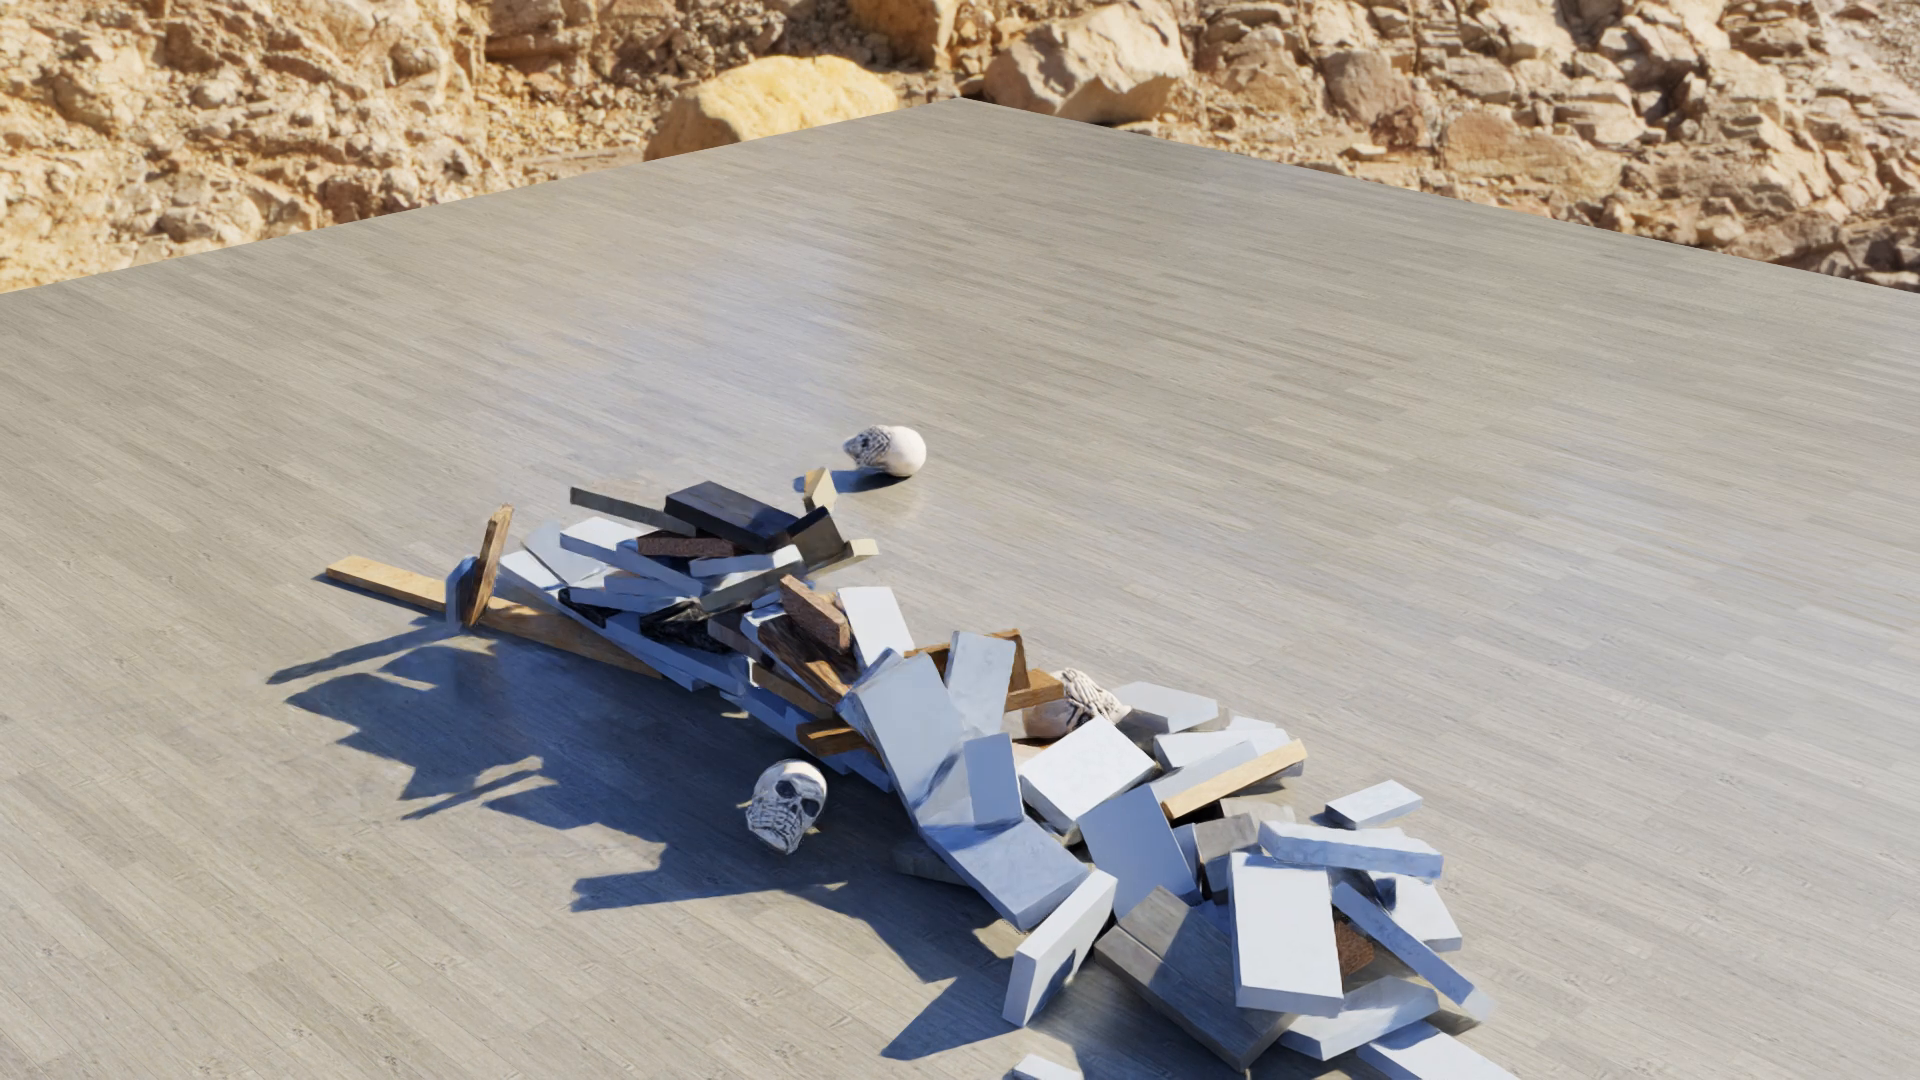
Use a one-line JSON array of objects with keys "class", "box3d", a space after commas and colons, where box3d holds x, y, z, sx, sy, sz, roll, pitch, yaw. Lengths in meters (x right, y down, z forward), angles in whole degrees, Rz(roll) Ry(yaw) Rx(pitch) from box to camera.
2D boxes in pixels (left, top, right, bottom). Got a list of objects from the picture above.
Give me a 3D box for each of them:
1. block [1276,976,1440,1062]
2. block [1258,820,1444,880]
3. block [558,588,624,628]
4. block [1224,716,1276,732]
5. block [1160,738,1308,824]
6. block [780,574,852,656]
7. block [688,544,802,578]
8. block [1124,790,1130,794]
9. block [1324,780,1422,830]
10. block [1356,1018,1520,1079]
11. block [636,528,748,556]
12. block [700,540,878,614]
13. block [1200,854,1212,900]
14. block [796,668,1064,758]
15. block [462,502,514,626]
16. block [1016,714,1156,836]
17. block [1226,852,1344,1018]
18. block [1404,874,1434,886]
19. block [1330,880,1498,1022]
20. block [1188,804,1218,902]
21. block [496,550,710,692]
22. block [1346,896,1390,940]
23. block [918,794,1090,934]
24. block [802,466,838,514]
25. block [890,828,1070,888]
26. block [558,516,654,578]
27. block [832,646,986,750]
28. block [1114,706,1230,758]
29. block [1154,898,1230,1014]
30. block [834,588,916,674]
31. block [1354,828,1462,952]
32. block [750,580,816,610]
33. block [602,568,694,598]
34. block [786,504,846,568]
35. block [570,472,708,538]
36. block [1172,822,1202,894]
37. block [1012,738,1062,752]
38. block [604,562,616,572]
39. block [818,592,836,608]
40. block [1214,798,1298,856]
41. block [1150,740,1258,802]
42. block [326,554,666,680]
[{"class": "block", "box3d": [0.675, 0.811, 3.740, 0.253, 0.036, 0.126, -15, 9, -27]}, {"class": "block", "box3d": [0.703, 0.558, 3.969, 0.301, 0.043, 0.150, 8, 3, -6]}, {"class": "block", "box3d": [-0.858, 0.152, 5.217, 0.101, 0.029, 0.202, -17, 29, -37]}, {"class": "block", "box3d": [0.603, 0.434, 4.705, 0.090, 0.026, 0.181, 11, 25, 24]}, {"class": "block", "box3d": [0.515, 0.492, 4.358, 0.361, 0.040, 0.140, -19, -14, -32]}, {"class": "block", "box3d": [-0.297, 0.154, 4.519, 0.026, 0.092, 0.184, -34, 52, -29]}, {"class": "block", "box3d": [-0.459, 0.039, 4.806, 0.250, 0.035, 0.125, -6, 11, 38]}, {"class": "block", "box3d": [0.278, 0.522, 4.492, 0.107, 0.030, 0.213, 8, 24, 17]}, {"class": "block", "box3d": [0.839, 0.539, 4.457, 0.181, 0.026, 0.090, -14, 27, -30]}, {"class": "block", "box3d": [1.026, 0.994, 3.372, 0.126, 0.036, 1.006, -17, 28, -34]}, {"class": "block", "box3d": [-0.564, -0.002, 4.879, 0.284, 0.040, 0.142, 1, 15, 36]}, {"class": "block", "box3d": [-0.374, 0.079, 4.804, 0.387, 0.035, 0.125, -21, -7, 21]}, {"class": "block", "box3d": [0.535, 0.654, 4.107, 0.145, 0.041, 0.290, 0, 27, -21]}, {"class": "block", "box3d": [-0.058, 0.351, 4.486, 0.544, 0.034, 0.119, -12, 16, -22]}, {"class": "block", "box3d": [-1.108, 0.060, 5.157, 0.022, 0.337, 0.076, 27, 37, 5]}, {"class": "block", "box3d": [0.247, 0.470, 4.432, 0.155, 0.044, 0.310, 41, 37, 18]}, {"class": "block", "box3d": [0.553, 0.674, 3.775, 0.169, 0.048, 0.338, 7, 32, -1]}, {"class": "block", "box3d": [0.820, 0.607, 4.030, 0.050, 0.014, 0.101, 26, -5, -23]}, {"class": "block", "box3d": [0.787, 0.715, 3.823, 0.301, 0.043, 0.150, 38, 0, 36]}, {"class": "block", "box3d": [0.477, 0.620, 4.260, 0.107, 0.030, 0.392, 6, 24, 13]}, {"class": "block", "box3d": [-0.843, 0.180, 5.226, 0.101, 0.029, 0.869, -18, 30, -37]}, {"class": "block", "box3d": [0.732, 0.701, 3.995, 0.014, 0.101, 0.050, 35, 9, -33]}, {"class": "block", "box3d": [0.082, 0.587, 4.096, 0.162, 0.046, 0.362, -29, 32, -18]}, {"class": "block", "box3d": [-0.296, -0.089, 4.649, 0.022, 0.076, 0.152, -11, 24, 15]}, {"class": "block", "box3d": [0.036, 0.602, 4.214, 0.311, 0.044, 0.155, 6, 27, 34]}, {"class": "block", "box3d": [-0.781, 0.016, 5.090, 0.265, 0.038, 0.133, 17, 25, 25]}, {"class": "block", "box3d": [-0.076, 0.375, 4.286, 0.162, 0.323, 0.046, -49, 19, -10]}, {"class": "block", "box3d": [0.436, 0.405, 4.724, 0.267, 0.038, 0.134, -17, 17, -34]}, {"class": "block", "box3d": [0.469, 0.710, 3.904, 0.338, 0.048, 0.169, -21, 30, -10]}, {"class": "block", "box3d": [-0.171, 0.189, 4.534, 0.119, 0.034, 0.238, 0, 40, -23]}, {"class": "block", "box3d": [0.819, 0.647, 4.081, 0.108, 0.031, 0.348, -2, 27, -8]}, {"class": "block", "box3d": [-0.378, 0.119, 4.712, 0.132, 0.019, 0.066, -24, -9, 35]}, {"class": "block", "box3d": [-0.675, 0.088, 5.045, 0.265, 0.038, 0.133, 3, 18, 36]}, {"class": "block", "box3d": [-0.300, -0.006, 4.577, 0.092, 0.184, 0.026, -32, 68, -5]}, {"class": "block", "box3d": [-0.690, -0.080, 4.937, 0.357, 0.040, 0.142, 14, 22, 29]}, {"class": "block", "box3d": [0.395, 0.631, 4.109, 0.108, 0.031, 0.216, -17, 36, 17]}, {"class": "block", "box3d": [0.143, 0.460, 4.586, 0.267, 0.038, 0.134, -2, 21, 13]}, {"class": "block", "box3d": [-0.844, 0.043, 5.387, 0.186, 0.093, 0.026, -14, 47, -31]}, {"class": "block", "box3d": [-0.250, 0.159, 4.594, 0.066, 0.019, 0.132, -7, 38, -29]}, {"class": "block", "box3d": [0.580, 0.592, 4.159, 0.145, 0.041, 0.290, 7, 25, -7]}, {"class": "block", "box3d": [0.444, 0.478, 4.383, 0.281, 0.040, 0.140, -22, -5, -23]}, {"class": "block", "box3d": [-1.113, 0.178, 5.307, 1.084, 0.026, 0.093, 14, 27, 29]}]
